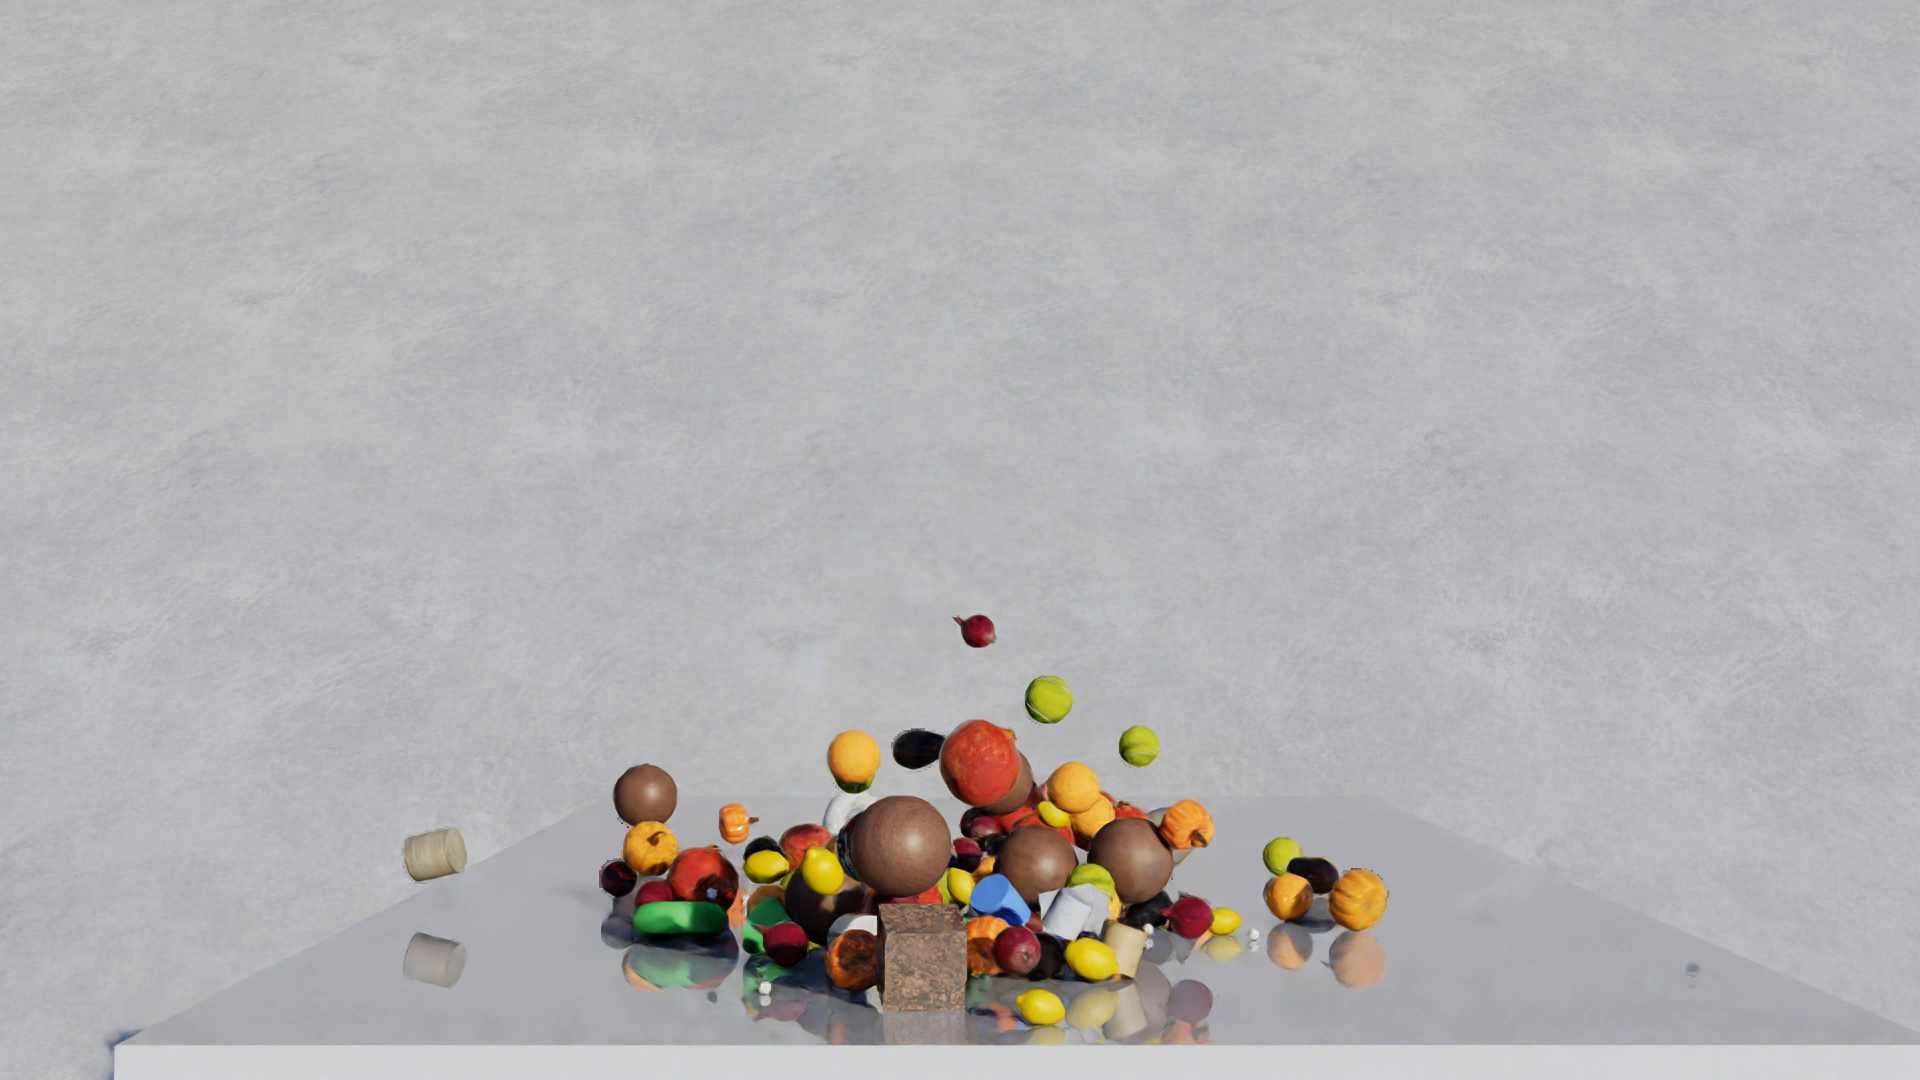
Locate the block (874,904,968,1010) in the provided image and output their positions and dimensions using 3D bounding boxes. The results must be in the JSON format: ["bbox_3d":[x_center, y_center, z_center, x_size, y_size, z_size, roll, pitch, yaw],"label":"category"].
[{"bbox_3d":[-0.047,0.500,3.122,0.098,0.098,0.098,1,13,-8],"label":"block"}]

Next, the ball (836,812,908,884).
[{"bbox_3d":[-0.117,0.407,3.434,0.096,0.096,0.096,0,35,0],"label":"ball"}]

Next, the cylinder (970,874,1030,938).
[{"bbox_3d":[0.054,0.493,3.499,0.060,0.060,0.060,-23,36,18],"label":"cylinder"}]

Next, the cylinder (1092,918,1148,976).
[{"bbox_3d":[0.207,0.528,3.365,0.060,0.060,0.060,18,-5,2],"label":"cylinder"}]

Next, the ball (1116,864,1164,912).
[{"bbox_3d":[0.286,0.554,4.129,0.075,0.075,0.075,0,35,0],"label":"ball"}]

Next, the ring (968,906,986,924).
[{"bbox_3d":[0.059,0.569,3.965,0.097,0.032,0.097,5,-1,0],"label":"ring"}]

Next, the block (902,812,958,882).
[{"bbox_3d":[-0.053,0.485,4.112,0.065,0.065,0.065,-32,44,9],"label":"block"}]

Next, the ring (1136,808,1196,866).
[{"bbox_3d":[0.360,0.521,4.555,0.104,0.035,0.104,-2,71,5],"label":"ring"}]

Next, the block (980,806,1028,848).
[{"bbox_3d":[0.083,0.548,4.961,0.070,0.070,0.070,2,1,-18],"label":"block"}]

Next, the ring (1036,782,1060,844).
[{"bbox_3d":[0.170,0.527,5.026,0.039,0.118,0.118,-3,34,9],"label":"ring"}]

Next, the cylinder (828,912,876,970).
[{"bbox_3d":[-0.130,0.526,3.410,0.070,0.070,0.070,-15,0,-20],"label":"cylinder"}]

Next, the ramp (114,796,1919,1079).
[{"bbox_3d":[0.077,0.663,4.831,2.000,0.100,4.000,0,-2,0],"label":"ramp"}]

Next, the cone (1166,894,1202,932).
[{"bbox_3d":[0.332,0.555,3.875,0.052,0.052,0.052,-5,-4,0],"label":"cone"}]

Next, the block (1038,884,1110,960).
[{"bbox_3d":[0.158,0.516,3.511,0.074,0.074,0.074,-14,63,18],"label":"block"}]

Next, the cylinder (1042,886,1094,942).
[{"bbox_3d":[0.138,0.479,3.327,0.050,0.050,0.050,28,4,-2],"label":"cylinder"}]

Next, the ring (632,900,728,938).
[{"bbox_3d":[-0.406,0.552,3.772,0.140,0.140,0.047,0,77,-1],"label":"ring"}]

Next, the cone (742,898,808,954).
[{"bbox_3d":[-0.239,0.546,3.571,0.085,0.085,0.085,20,39,32],"label":"cone"}]

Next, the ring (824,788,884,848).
[{"bbox_3d":[-0.193,0.514,4.749,0.121,0.121,0.040,-18,8,-24],"label":"ring"}]

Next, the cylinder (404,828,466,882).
[{"bbox_3d":[-0.848,0.508,4.198,0.075,0.075,0.075,-13,33,11],"label":"cylinder"}]

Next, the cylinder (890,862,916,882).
[{"bbox_3d":[-0.107,0.580,4.629,0.053,0.053,0.053,16,5,22],"label":"cylinder"}]
